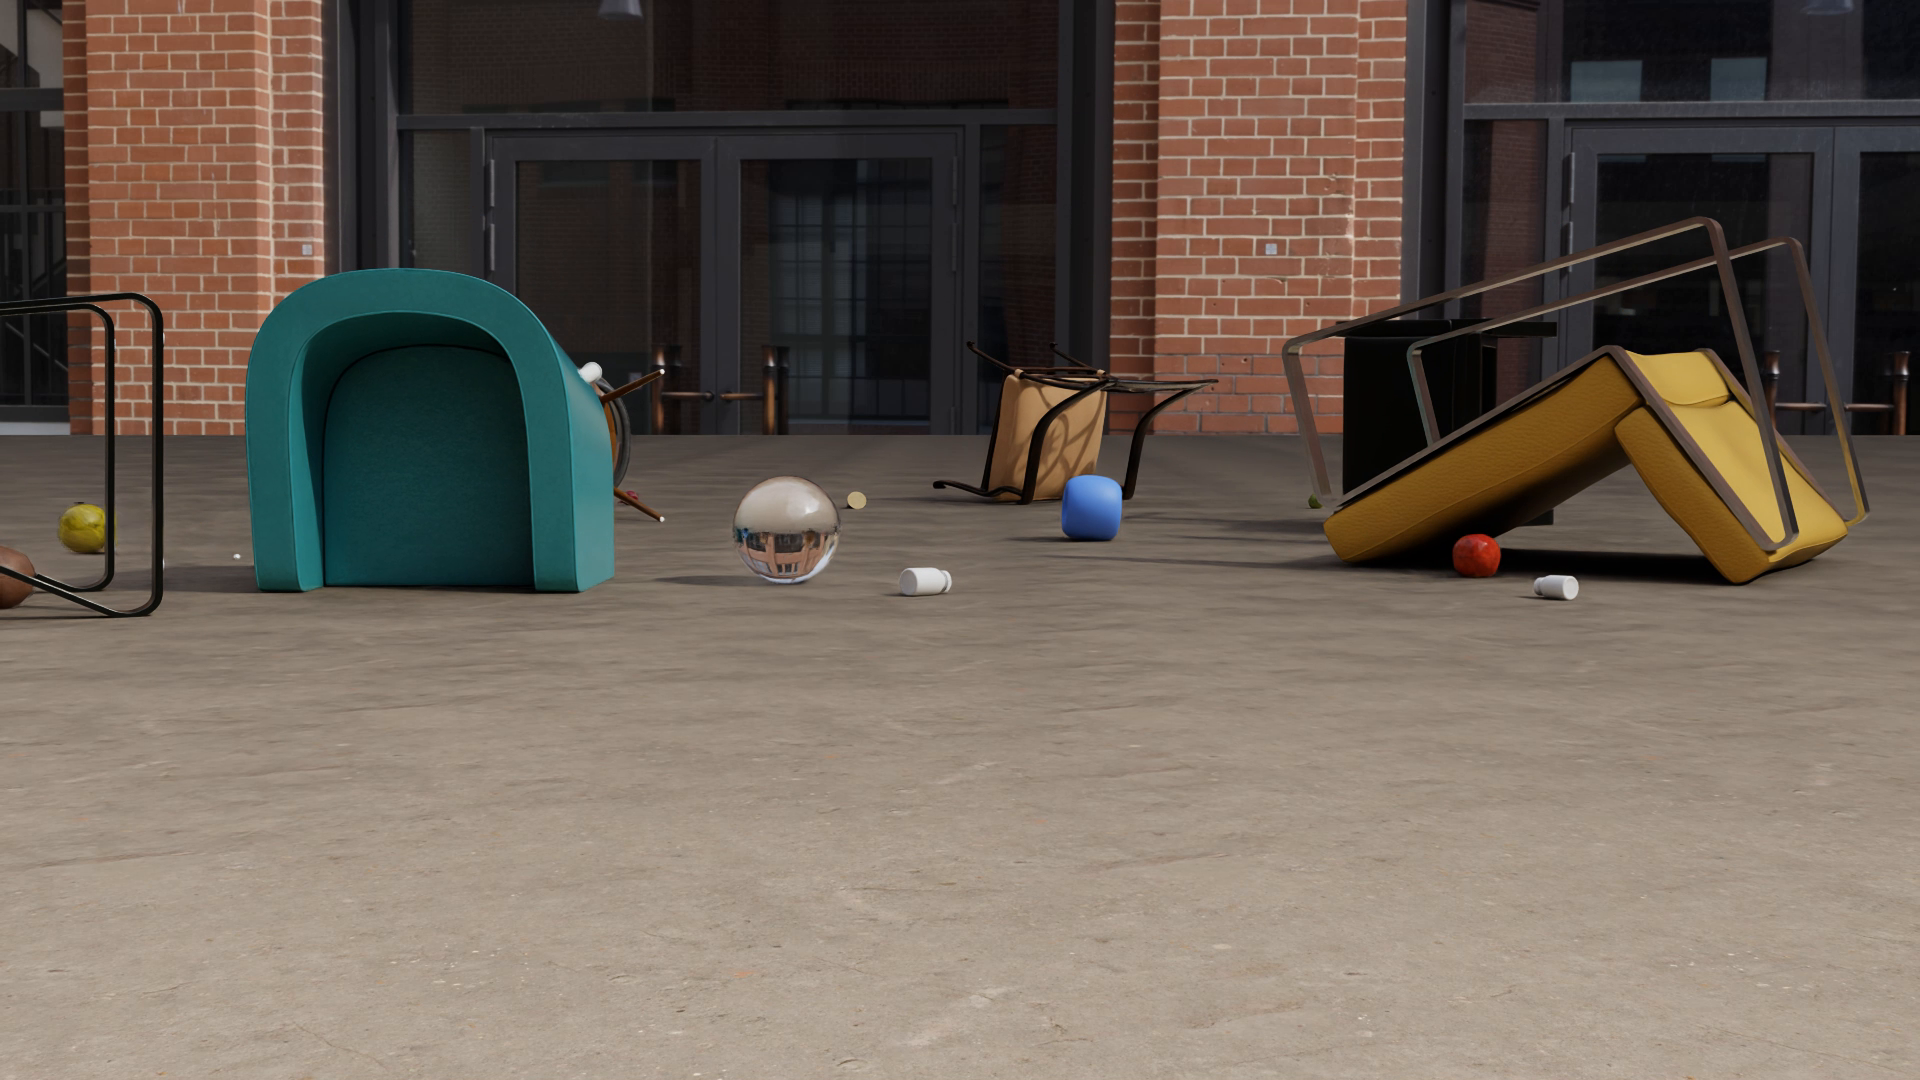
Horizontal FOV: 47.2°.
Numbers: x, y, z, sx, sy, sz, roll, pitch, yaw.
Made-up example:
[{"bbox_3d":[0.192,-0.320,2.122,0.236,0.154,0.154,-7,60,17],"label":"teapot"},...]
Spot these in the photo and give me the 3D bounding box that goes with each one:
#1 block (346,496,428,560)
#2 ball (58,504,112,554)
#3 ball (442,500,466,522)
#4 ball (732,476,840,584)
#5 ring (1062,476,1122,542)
[{"bbox_3d":[-1.537,-0.035,5.918,0.204,0.155,0.216,-1,4,-13],"label":"block"},{"bbox_3d":[-2.383,-0.030,5.990,0.137,0.137,0.137,0,4,0],"label":"ball"},{"bbox_3d":[-1.701,-0.098,7.398,0.079,0.079,0.079,0,4,0],"label":"ball"},{"bbox_3d":[-0.400,-0.024,5.078,0.250,0.250,0.250,0,4,0],"label":"ball"},{"bbox_3d":[0.390,-0.093,6.522,0.161,0.198,0.221,4,-13,-3],"label":"ring"}]
